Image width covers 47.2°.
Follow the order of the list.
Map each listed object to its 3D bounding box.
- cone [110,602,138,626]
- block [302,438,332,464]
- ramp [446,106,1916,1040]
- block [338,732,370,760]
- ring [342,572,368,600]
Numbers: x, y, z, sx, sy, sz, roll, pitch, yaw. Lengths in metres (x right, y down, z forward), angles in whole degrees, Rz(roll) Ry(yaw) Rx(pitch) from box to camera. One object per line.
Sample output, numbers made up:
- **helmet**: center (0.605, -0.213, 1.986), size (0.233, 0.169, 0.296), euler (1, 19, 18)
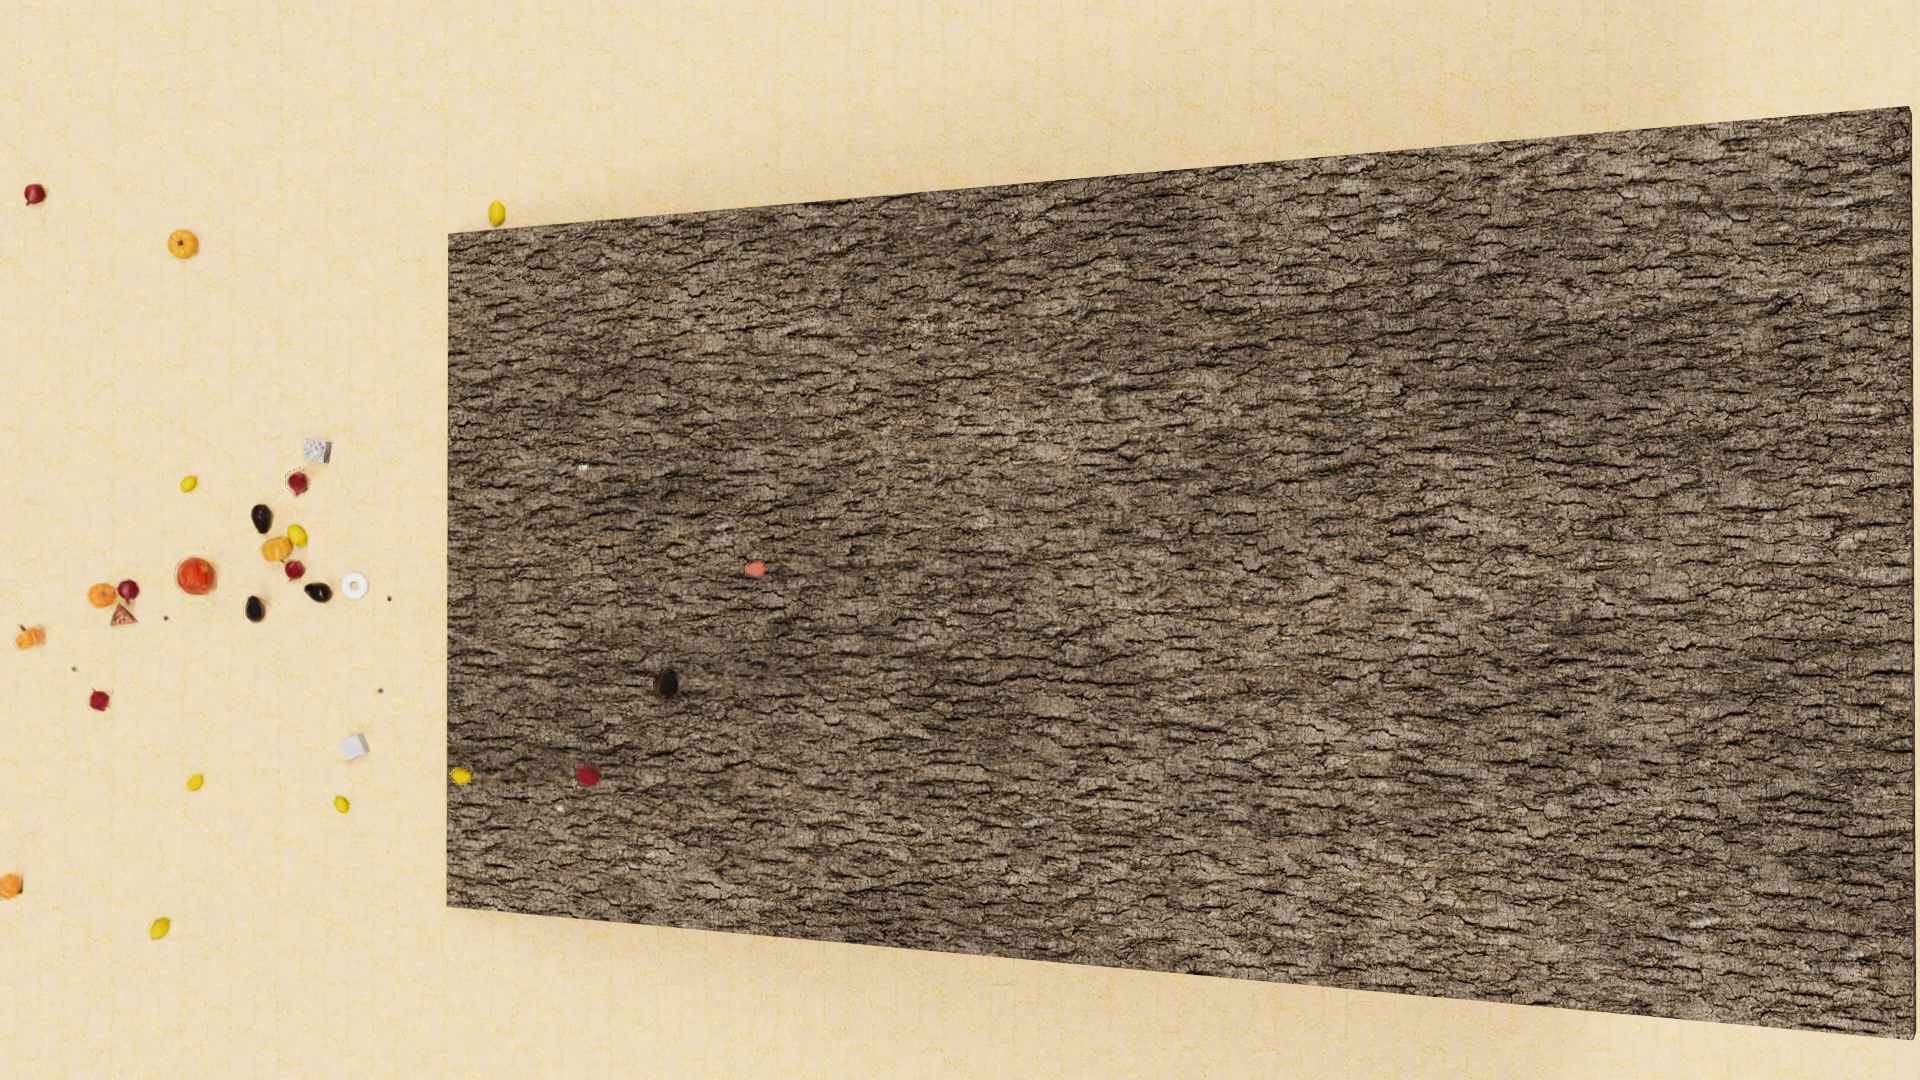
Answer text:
- **cone**: center (-2.499, 0.235, 6.601), size (0.076, 0.076, 0.076), euler (23, 89, -27)
- **block**: center (-1.927, -0.267, 6.592), size (0.064, 0.064, 0.064), euler (9, 89, 0)
- **ramp**: center (0.278, 0.079, 5.661), size (4.000, 0.100, 2.000), euler (0, 89, 27)
- **block**: center (-1.813, 0.620, 6.584), size (0.061, 0.061, 0.061), euler (-22, 89, 0)
- **ring**: center (-1.819, 0.138, 6.606), size (0.081, 0.027, 0.081), euler (0, 90, 1)
